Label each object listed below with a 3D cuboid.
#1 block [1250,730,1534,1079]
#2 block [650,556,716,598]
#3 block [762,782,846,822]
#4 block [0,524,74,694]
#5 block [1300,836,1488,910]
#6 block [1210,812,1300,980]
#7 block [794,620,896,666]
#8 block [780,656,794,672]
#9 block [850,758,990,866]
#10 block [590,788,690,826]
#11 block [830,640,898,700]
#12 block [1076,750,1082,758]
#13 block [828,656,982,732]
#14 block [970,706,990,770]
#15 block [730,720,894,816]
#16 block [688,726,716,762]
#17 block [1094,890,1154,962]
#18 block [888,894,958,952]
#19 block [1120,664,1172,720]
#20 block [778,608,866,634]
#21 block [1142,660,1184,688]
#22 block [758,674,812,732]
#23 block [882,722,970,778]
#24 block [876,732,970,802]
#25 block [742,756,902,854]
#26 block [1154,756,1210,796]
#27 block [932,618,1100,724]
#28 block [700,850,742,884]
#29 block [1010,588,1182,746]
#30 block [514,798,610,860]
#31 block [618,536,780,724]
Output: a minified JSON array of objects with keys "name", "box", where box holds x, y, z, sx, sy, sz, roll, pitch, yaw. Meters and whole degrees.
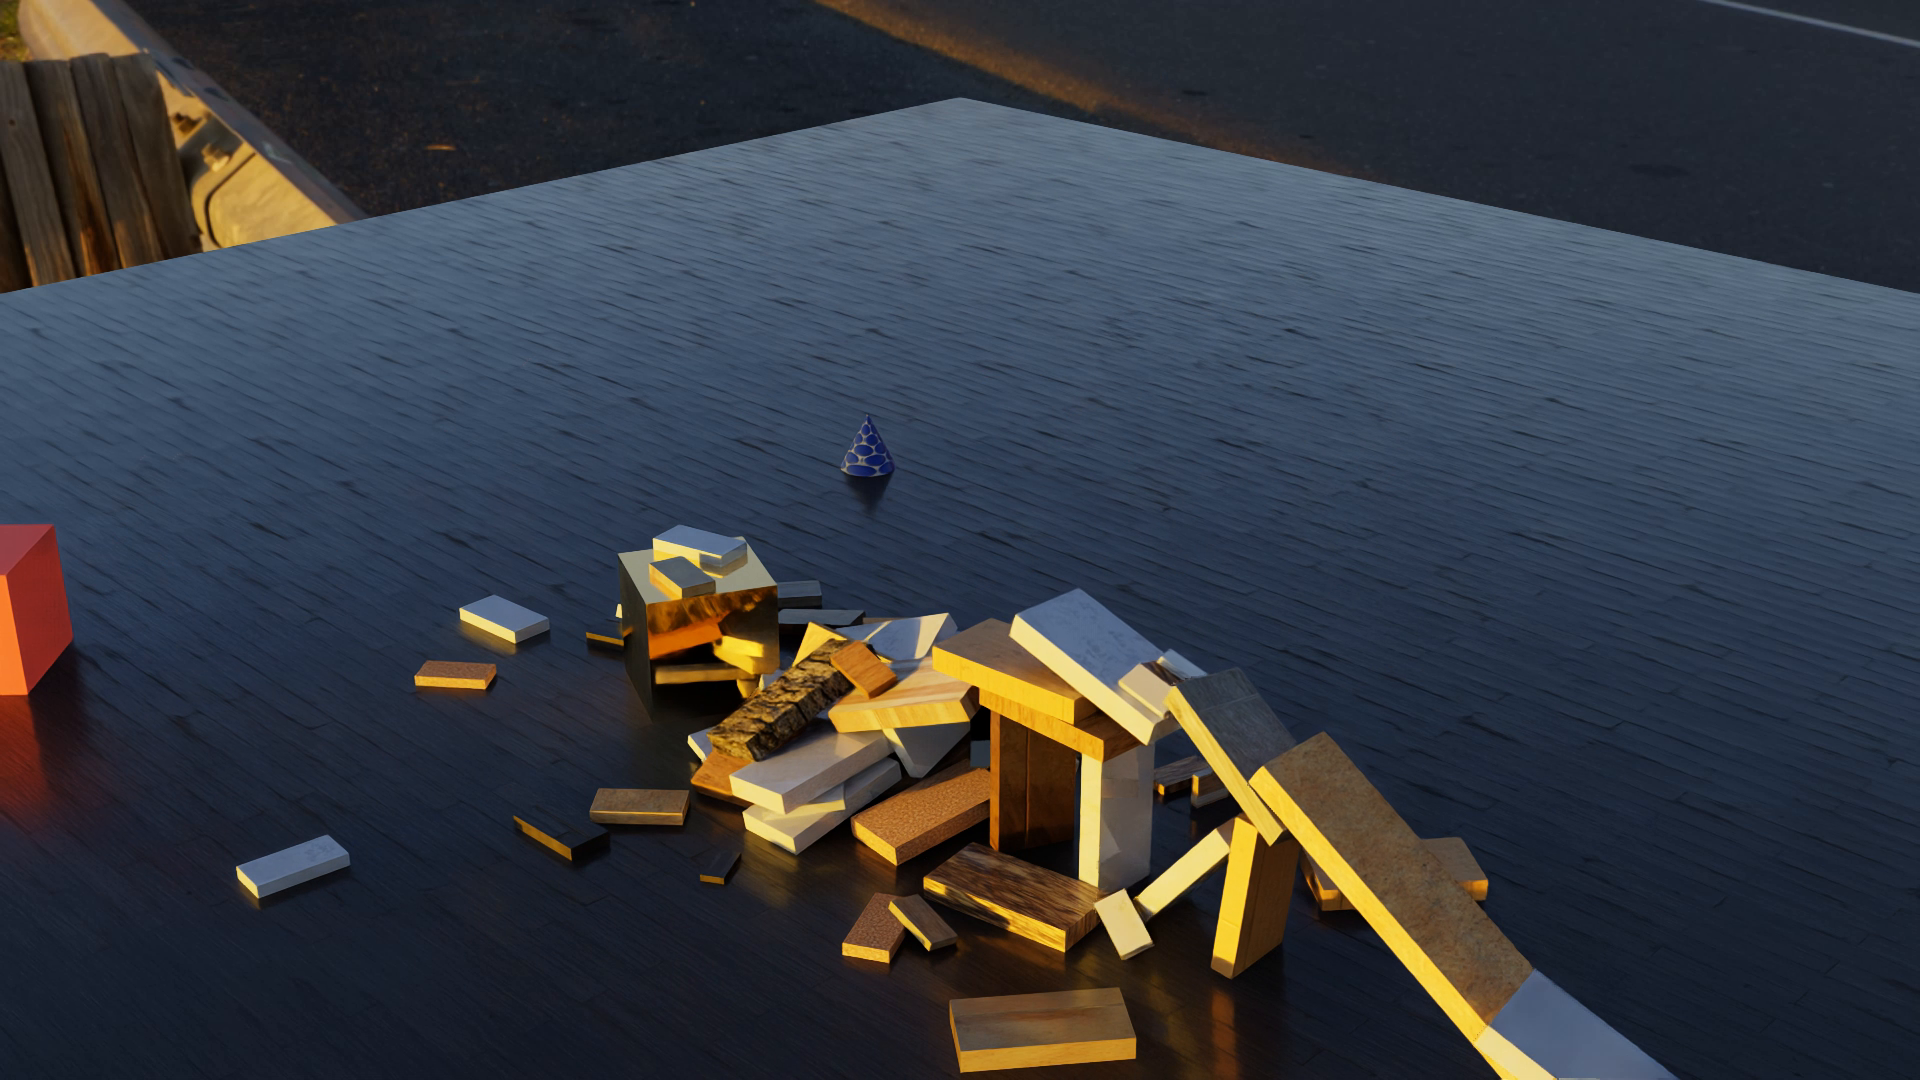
[{"name":"block","box":[0.791,0.643,3.678,0.179,0.051,0.748,-22,64,-41]},{"name":"block","box":[-0.607,0.080,4.801,0.081,0.023,0.163,-14,27,-30]},{"name":"block","box":[-0.312,0.514,4.372,0.163,0.023,0.081,-9,30,0]},{"name":"block","box":[-2.244,0.156,5.017,0.293,0.293,0.293,0,23,-1]},{"name":"block","box":[0.827,0.637,4.202,0.318,0.045,0.159,-3,23,-6]},{"name":"block","box":[0.533,0.607,3.910,0.046,0.326,0.163,26,34,34]},{"name":"block","box":[-0.236,0.280,4.812,0.251,0.113,0.032,25,11,18]},{"name":"block","box":[-0.391,0.299,4.957,0.065,0.018,0.130,-36,18,-11]},{"name":"block","box":[-0.054,0.540,4.390,0.297,0.042,0.148,-24,32,-31]},{"name":"block","box":[-0.648,0.540,4.454,0.187,0.027,0.094,1,23,2]},{"name":"block","box":[-0.196,0.263,4.471,0.071,0.020,0.141,-31,45,-21]},{"name":"block","box":[0.213,0.427,4.728,0.071,0.020,0.141,-5,23,-11]},{"name":"block","box":[-0.084,0.305,4.424,0.346,0.049,0.173,-9,28,38]},{"name":"block","box":[0.112,0.396,4.448,0.131,0.131,0.131,-8,-15,34]},{"name":"block","box":[-0.254,0.427,4.459,0.159,0.045,0.421,14,31,43]},{"name":"block","box":[-0.465,0.419,4.710,0.220,0.023,0.083,-17,44,-32]},{"name":"block","box":[0.298,0.701,4.007,0.063,0.018,0.127,-25,46,-3]},{"name":"block","box":[-0.068,0.702,4.038,0.063,0.018,0.127,-8,35,-39]},{"name":"block","box":[0.345,0.272,3.966,0.054,0.015,0.109,-37,57,-25]},{"name":"block","box":[-0.342,0.195,5.222,0.217,0.027,0.096,1,19,23]},{"name":"block","box":[0.379,0.261,4.013,0.054,0.015,0.109,-8,40,-31]},{"name":"block","box":[-0.360,0.375,4.749,0.113,0.032,0.226,3,34,-17]},{"name":"block","box":[-0.037,0.352,4.513,0.038,0.133,0.266,-5,30,51]},{"name":"block","box":[0.006,0.404,4.580,0.462,0.038,0.133,-34,39,-25]},{"name":"block","box":[-0.276,0.514,4.428,0.148,0.042,0.297,20,40,40]},{"name":"block","box":[0.459,0.489,4.581,0.141,0.020,0.071,-15,27,-31]},{"name":"block","box":[0.134,0.245,4.179,0.346,0.049,0.173,19,29,37]},{"name":"block","box":[-0.462,0.632,4.254,0.048,0.014,0.096,6,24,14]},{"name":"block","box":[0.282,0.230,4.079,0.179,0.051,0.357,-21,47,-42]},{"name":"block","box":[-0.792,0.574,4.373,0.187,0.027,0.094,21,30,40]},{"name":"block","box":[-0.584,0.198,4.924,0.290,0.290,0.290,-8,24,-19]}]
